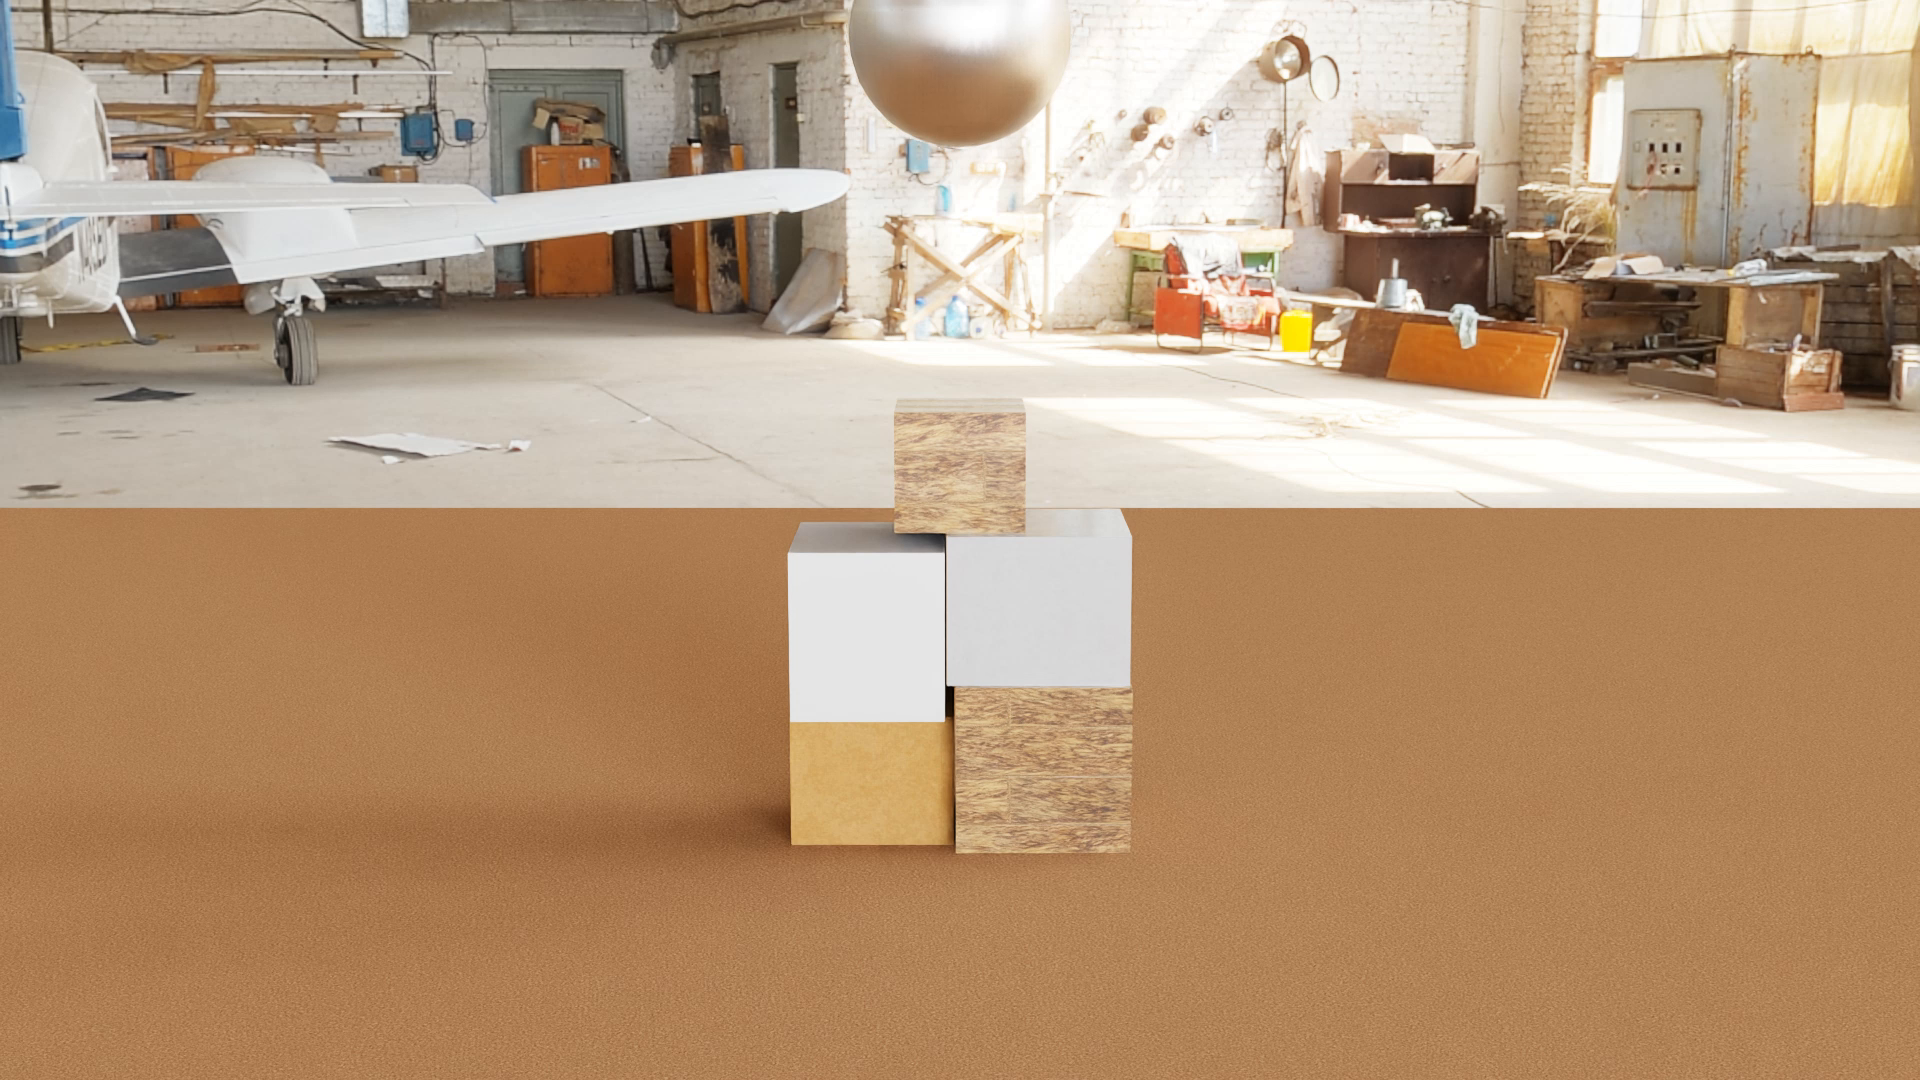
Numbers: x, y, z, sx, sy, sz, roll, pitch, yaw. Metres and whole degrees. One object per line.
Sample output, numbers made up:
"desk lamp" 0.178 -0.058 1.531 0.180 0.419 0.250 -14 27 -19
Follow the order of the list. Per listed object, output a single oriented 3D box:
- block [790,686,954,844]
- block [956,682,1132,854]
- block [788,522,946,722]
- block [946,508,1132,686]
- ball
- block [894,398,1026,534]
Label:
"block" -0.441 1.149 11.385 0.820 0.665 0.692 0 10 0
"block" 0.415 1.062 11.362 0.872 0.846 0.947 0 10 0
"block" -0.458 0.404 11.248 0.766 0.851 0.885 0 10 0
"block" 0.388 0.278 11.217 0.906 0.748 0.836 0 10 0
"ball" 0.000 -3.622 15.761 1.600 1.600 1.600 0 10 0
"block" 0.000 -0.385 11.102 0.645 0.597 0.634 0 10 0
